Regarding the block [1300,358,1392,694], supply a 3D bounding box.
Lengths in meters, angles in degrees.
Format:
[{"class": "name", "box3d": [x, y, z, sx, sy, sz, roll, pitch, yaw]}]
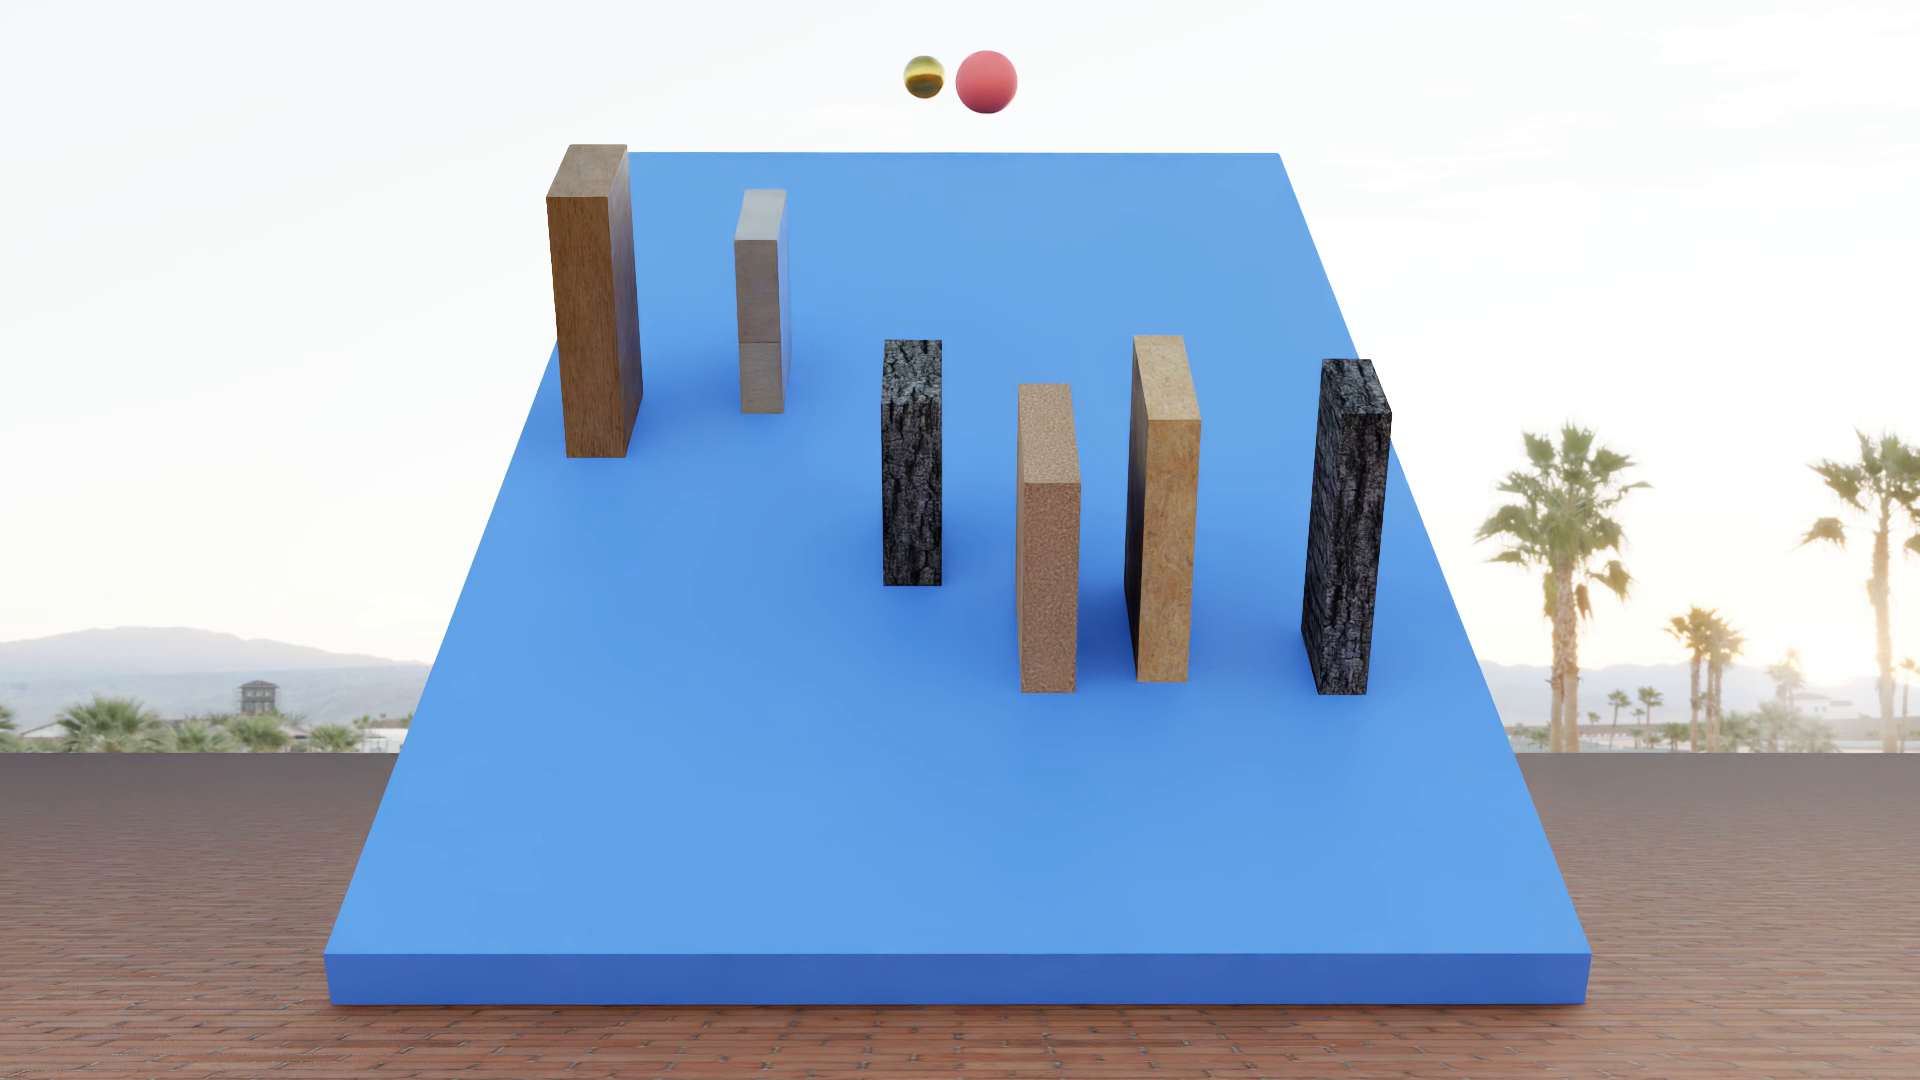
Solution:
[{"class": "block", "box3d": [0.716, -0.023, 4.426, 0.090, 0.578, 0.246, 0, 27, 0]}]

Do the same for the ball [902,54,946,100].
[{"class": "ball", "box3d": [-0.108, -1.406, 7.218, 0.134, 0.134, 0.134, 0, -5, 0]}]

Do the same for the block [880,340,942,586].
[{"class": "block", "box3d": [-0.096, -0.161, 4.873, 0.119, 0.406, 0.321, 0, 27, 0]}]

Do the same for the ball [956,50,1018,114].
[{"class": "ball", "box3d": [0.076, -1.305, 6.779, 0.181, 0.181, 0.181, 0, -5, 0]}]

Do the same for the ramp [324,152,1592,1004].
[{"class": "ramp", "box3d": [-0.011, -0.225, 5.546, 2.000, 0.100, 4.000, 0, 27, 0]}]

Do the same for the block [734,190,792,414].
[{"class": "block", "box3d": [-0.463, -0.567, 5.628, 0.098, 0.429, 0.350, 0, 27, 0]}]

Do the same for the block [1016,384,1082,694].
[{"class": "block", "box3d": [0.165, -0.010, 4.548, 0.101, 0.438, 0.443, 0, 27, 0]}]

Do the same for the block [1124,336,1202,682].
[{"class": "block", "box3d": [0.382, -0.063, 4.538, 0.094, 0.544, 0.391, 0, 27, 0]}]

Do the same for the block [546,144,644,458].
[{"class": "block", "box3d": [-0.820, -0.542, 5.374, 0.132, 0.616, 0.360, 0, 27, 0]}]
